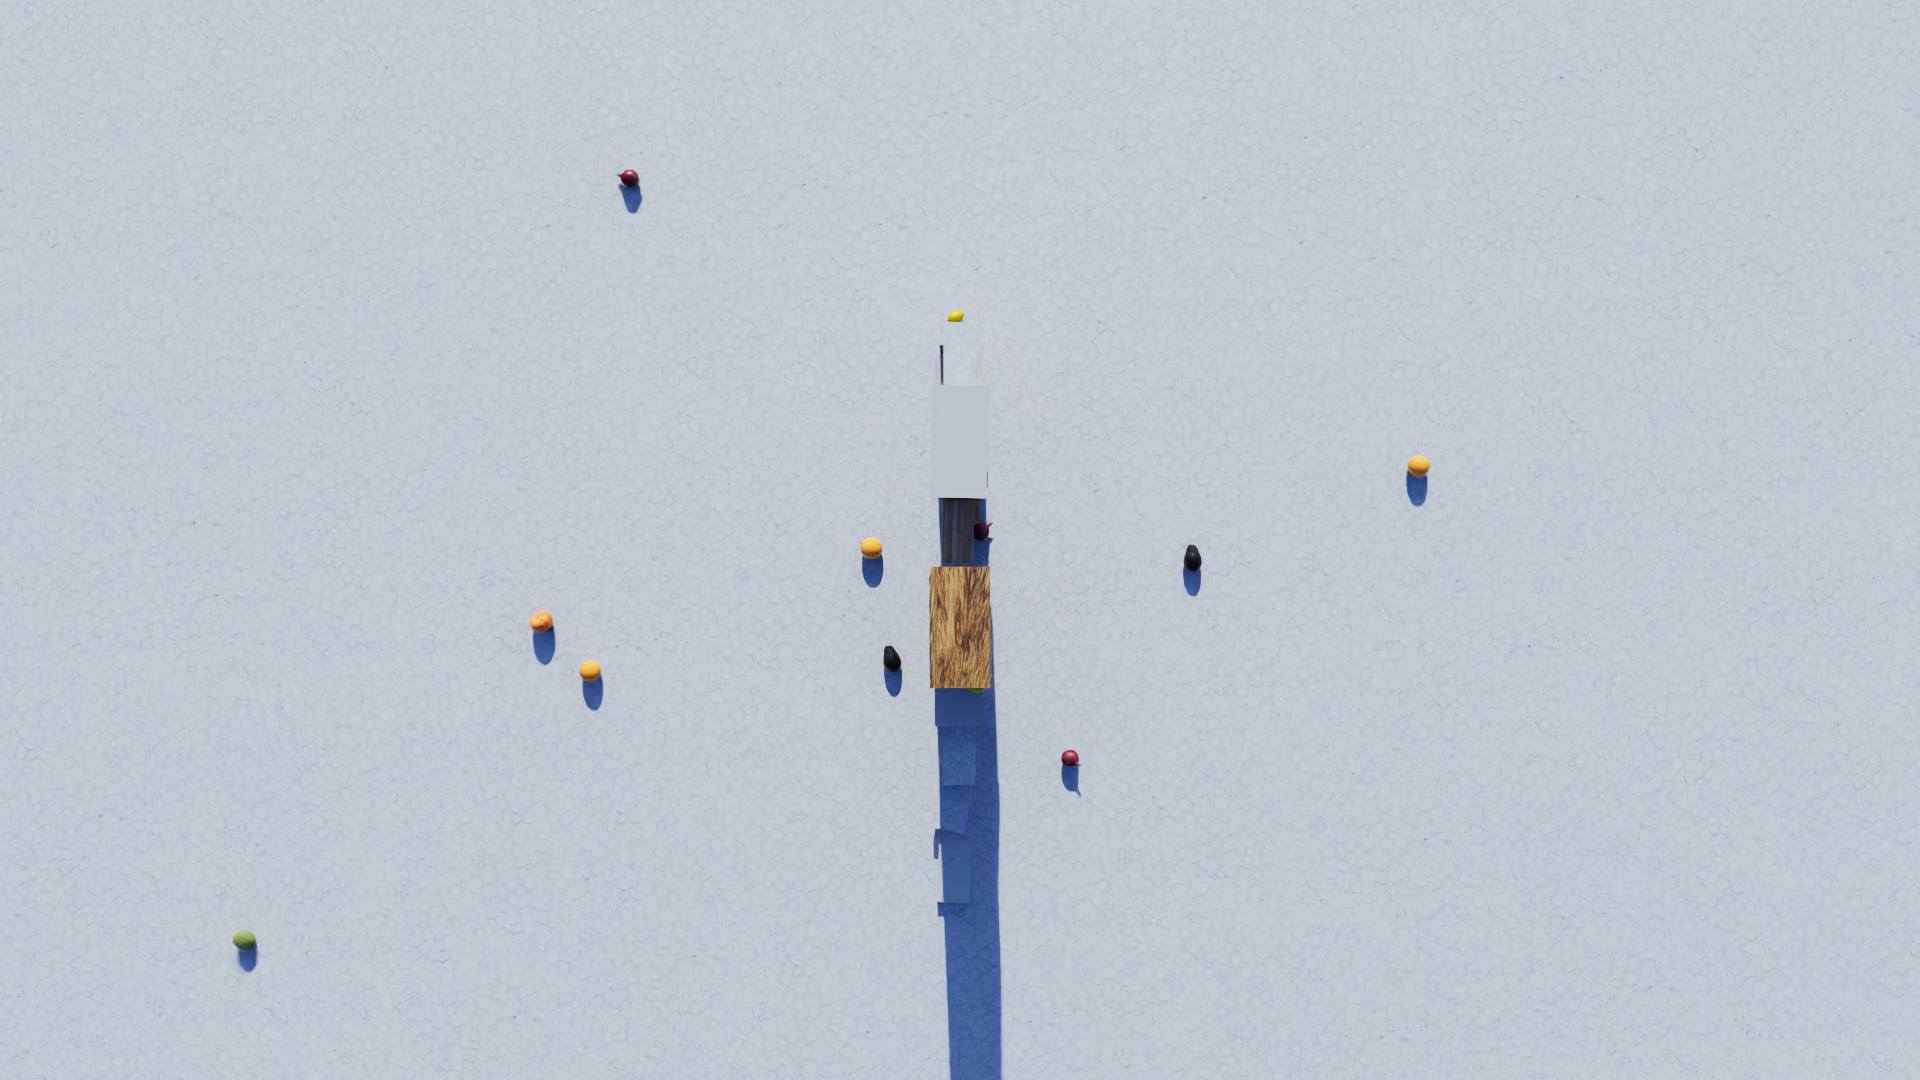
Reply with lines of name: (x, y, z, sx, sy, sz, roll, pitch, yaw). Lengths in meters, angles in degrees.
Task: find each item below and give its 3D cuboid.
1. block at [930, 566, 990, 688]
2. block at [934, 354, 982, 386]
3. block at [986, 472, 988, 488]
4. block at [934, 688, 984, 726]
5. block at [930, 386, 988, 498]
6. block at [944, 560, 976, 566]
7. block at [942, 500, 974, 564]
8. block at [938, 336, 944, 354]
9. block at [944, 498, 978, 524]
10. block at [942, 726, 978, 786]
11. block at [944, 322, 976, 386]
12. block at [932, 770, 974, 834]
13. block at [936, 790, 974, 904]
block: (-0.001, 0.252, 4.779, 0.175, 0.050, 0.350, 0, 90, 0)
block: (-0.004, -0.431, 5.179, 0.150, 0.042, 0.300, 0, 90, 0)
block: (0.000, -0.178, 5.039, 0.162, 0.412, 0.046, 0, 90, 0)
block: (-0.004, 0.429, 5.175, 0.152, 0.043, 0.303, 0, 90, 0)
block: (-0.001, -0.285, 4.810, 0.162, 0.046, 0.325, 1, 90, 0)
block: (0.002, 0.169, 5.278, 0.104, 0.029, 0.207, 0, 90, 0)
block: (-0.005, -0.024, 5.041, 0.095, 0.027, 0.191, 1, 90, 0)
block: (-0.015, -0.607, 5.231, 0.098, 0.538, 0.028, -5, 91, 0)
block: (0.003, -0.164, 5.261, 0.112, 0.032, 0.223, 0, 90, 0)
block: (-0.003, 0.700, 5.434, 0.109, 0.031, 0.218, -1, 75, -3)
block: (0.000, -0.554, 4.948, 0.098, 0.028, 0.196, 0, 90, 0)
block: (-0.018, 0.852, 5.454, 0.109, 0.031, 0.218, 11, 90, 0)
block: (-0.011, 0.921, 5.485, 0.109, 0.031, 0.564, 2, 90, 0)
